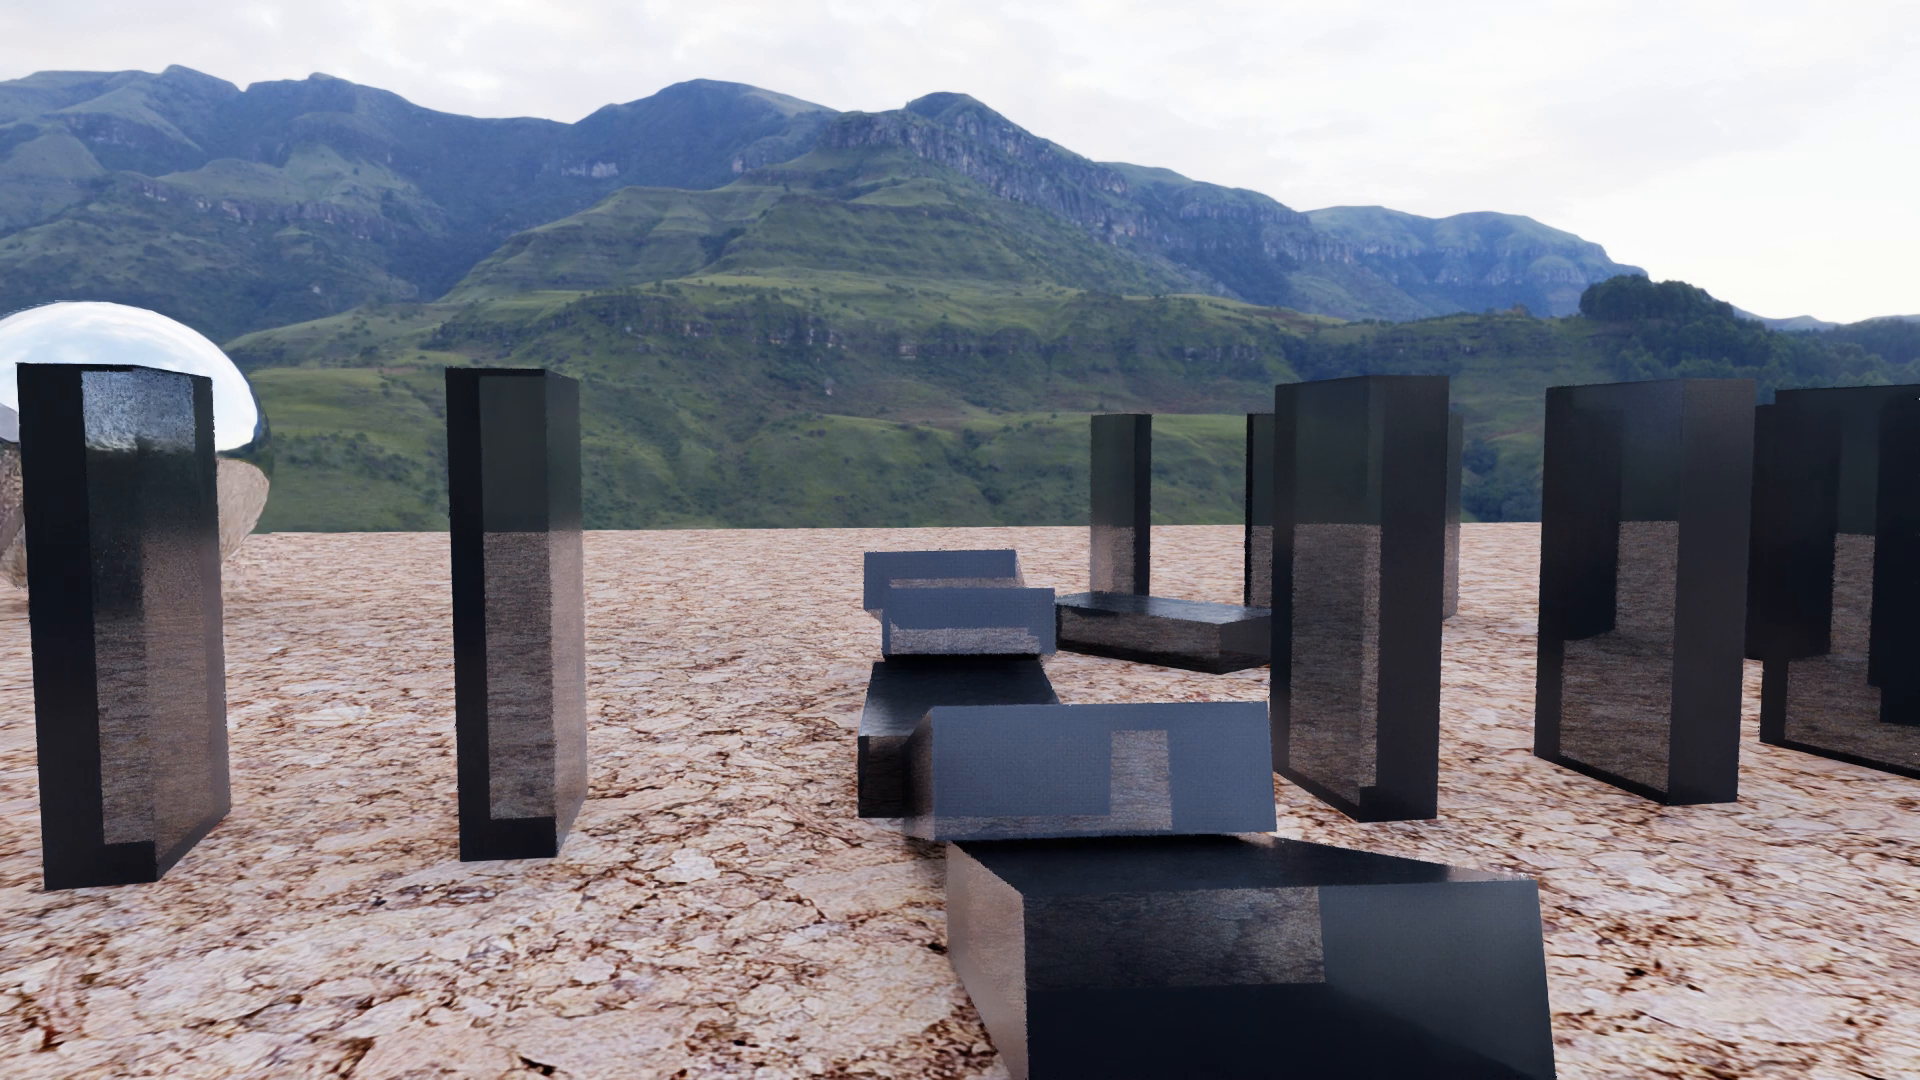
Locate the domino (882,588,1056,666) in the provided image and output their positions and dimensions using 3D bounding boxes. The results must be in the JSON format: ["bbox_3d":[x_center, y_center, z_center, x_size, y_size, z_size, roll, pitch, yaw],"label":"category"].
[{"bbox_3d":[0.001,0.016,0.209,0.025,0.009,0.050,0,-10,-1],"label":"domino"}]

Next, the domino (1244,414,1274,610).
[{"bbox_3d":[0.080,-0.007,0.329,0.010,0.050,0.025,1,5,19],"label":"domino"}]

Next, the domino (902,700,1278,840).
[{"bbox_3d":[0.008,0.022,0.118,0.025,0.010,0.050,0,-12,-5],"label":"domino"}]

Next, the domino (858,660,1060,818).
[{"bbox_3d":[0.000,0.025,0.171,0.025,0.009,0.050,0,4,-2],"label":"domino"}]

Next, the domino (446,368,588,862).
[{"bbox_3d":[-0.048,0.007,0.142,0.009,0.050,0.025,-1,4,-9],"label":"domino"}]

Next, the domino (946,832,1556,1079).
[{"bbox_3d":[0.013,0.025,0.085,0.025,0.009,0.050,0,-10,-5],"label":"domino"}]

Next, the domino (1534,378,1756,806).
[{"bbox_3d":[0.085,0.005,0.162,0.010,0.050,0.025,-1,4,-11],"label":"domino"}]

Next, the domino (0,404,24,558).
[{"bbox_3d":[-0.110,0.009,0.127,0.010,0.050,0.025,32,-8,-21],"label":"domino"}]

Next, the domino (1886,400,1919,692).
[{"bbox_3d":[0.177,0.001,0.221,0.025,0.050,0.009,0,4,5],"label":"domino"}]

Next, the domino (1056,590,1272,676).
[{"bbox_3d":[0.039,0.018,0.263,0.025,0.009,0.050,-4,6,-44],"label":"domino"}]

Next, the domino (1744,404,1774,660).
[{"bbox_3d":[0.167,-0.002,0.258,0.025,0.050,0.009,-2,5,-28],"label":"domino"}]

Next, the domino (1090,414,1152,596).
[{"bbox_3d":[0.042,-0.008,0.335,0.009,0.050,0.025,-1,4,-8],"label":"domino"}]

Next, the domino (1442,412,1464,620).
[{"bbox_3d":[0.114,-0.006,0.312,0.009,0.050,0.025,3,5,34],"label":"domino"}]

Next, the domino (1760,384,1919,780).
[{"bbox_3d":[0.123,0.005,0.171,0.009,0.050,0.025,-1,5,-19],"label":"domino"}]

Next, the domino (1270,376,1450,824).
[{"bbox_3d":[0.047,0.006,0.155,0.010,0.050,0.025,-1,4,-10],"label":"domino"}]

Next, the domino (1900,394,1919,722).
[{"bbox_3d":[0.157,0.003,0.189,0.010,0.050,0.025,-3,5,-38],"label":"domino"}]

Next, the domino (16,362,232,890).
[{"bbox_3d":[-0.086,0.008,0.134,0.009,0.050,0.025,-1,4,-15],"label":"domino"}]

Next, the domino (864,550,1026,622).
[{"bbox_3d":[-0.001,0.011,0.234,0.025,0.009,0.050,-1,-10,5],"label":"domino"}]

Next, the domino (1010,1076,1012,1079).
[{"bbox_3d":[0.017,0.028,0.046,0.025,0.010,0.050,0,-10,-5],"label":"domino"}]

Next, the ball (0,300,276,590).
[{"bbox_3d":[-0.228,-0.023,0.342,0.080,0.080,0.080,0,4,0],"label":"ball"}]

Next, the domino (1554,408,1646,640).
[{"bbox_3d":[0.144,-0.004,0.288,0.009,0.050,0.025,4,6,44],"label":"domino"}]
